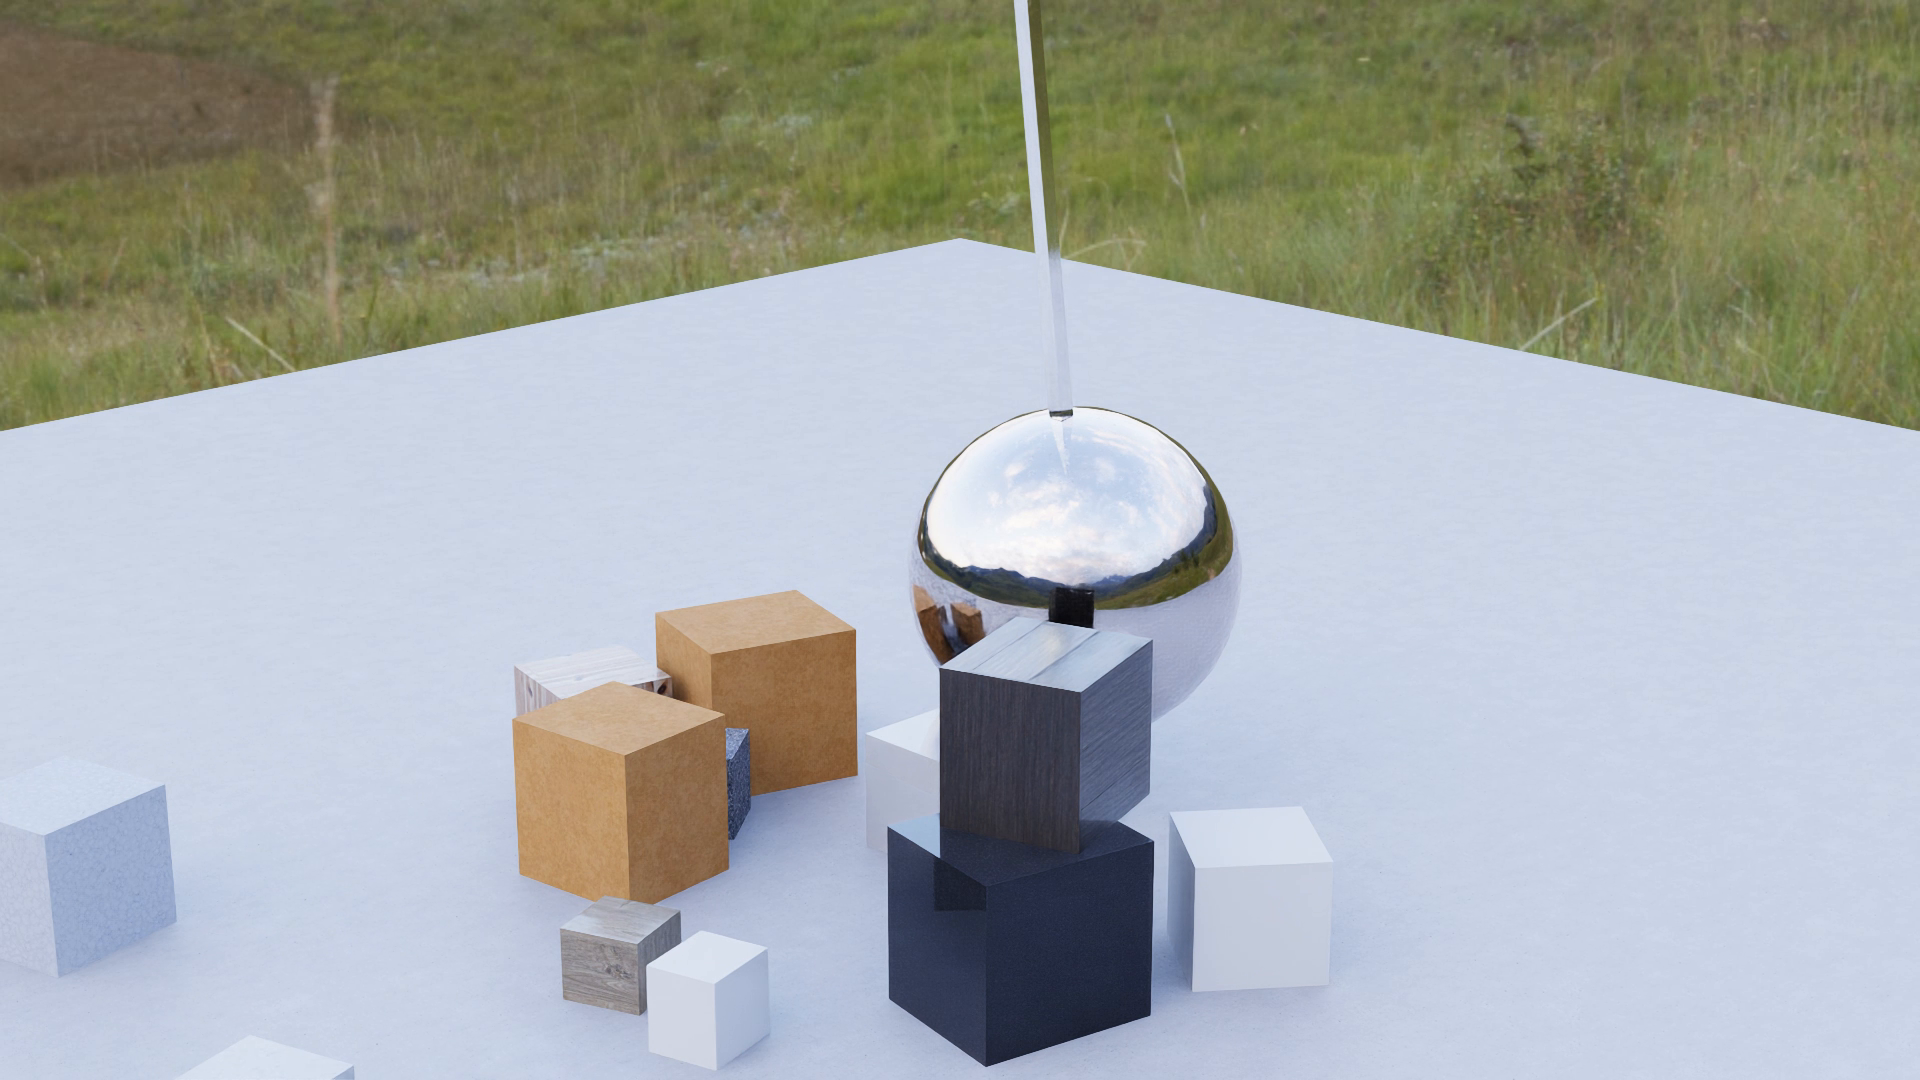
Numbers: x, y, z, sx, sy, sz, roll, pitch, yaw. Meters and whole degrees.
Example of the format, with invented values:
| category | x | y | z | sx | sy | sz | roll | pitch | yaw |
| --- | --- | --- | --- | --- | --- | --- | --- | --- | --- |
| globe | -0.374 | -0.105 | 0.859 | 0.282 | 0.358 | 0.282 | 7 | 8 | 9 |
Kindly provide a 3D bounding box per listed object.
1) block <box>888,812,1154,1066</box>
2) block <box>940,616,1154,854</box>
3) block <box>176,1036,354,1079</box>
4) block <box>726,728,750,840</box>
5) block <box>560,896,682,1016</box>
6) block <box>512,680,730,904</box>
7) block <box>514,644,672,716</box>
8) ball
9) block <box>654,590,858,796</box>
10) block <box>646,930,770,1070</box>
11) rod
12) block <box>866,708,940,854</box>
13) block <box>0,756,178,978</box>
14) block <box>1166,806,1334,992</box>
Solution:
| category | x | y | z | sx | sy | sz | roll | pitch | yaw |
| --- | --- | --- | --- | --- | --- | --- | --- | --- | --- |
| block | 0.245 | 1.567 | 12.056 | 0.820 | 0.781 | 0.727 | -11 | 21 | -32 |
| block | 0.358 | 0.791 | 12.073 | 0.627 | 0.691 | 0.711 | 9 | 19 | 26 |
| block | -2.549 | 2.162 | 10.718 | 0.498 | 0.449 | 0.468 | 9 | 20 | 27 |
| block | -1.251 | 1.153 | 13.994 | 0.426 | 0.409 | 0.393 | 2 | 18 | 7 |
| block | -1.415 | 1.736 | 12.278 | 0.368 | 0.325 | 0.362 | 8 | 19 | 23 |
| block | -1.543 | 1.162 | 13.375 | 0.713 | 0.762 | 0.643 | 13 | 22 | 37 |
| block | -1.803 | 0.917 | 14.466 | 0.587 | 0.576 | 0.562 | -11 | 20 | -30 |
| ball | 0.545 | 0.160 | 13.963 | 1.600 | 1.600 | 1.600 | 0 | 17 | 0 |
| block | -1.015 | 0.768 | 14.617 | 0.775 | 0.771 | 0.698 | -9 | 20 | -27 |
| block | -1.013 | 1.852 | 11.817 | 0.328 | 0.380 | 0.381 | 10 | 20 | 29 |
| rod | 0.236 | -2.964 | 12.658 | 0.080 | 5.200 | 0.080 | 17 | 31 | 42 |
| block | -0.049 | 1.165 | 13.706 | 0.561 | 0.559 | 0.546 | -16 | 24 | -42 |
| block | -3.912 | 1.410 | 12.768 | 0.635 | 0.655 | 0.671 | 11 | 20 | 31 |
| block | 1.231 | 1.528 | 12.540 | 0.583 | 0.564 | 0.602 | -2 | 18 | -6 |
